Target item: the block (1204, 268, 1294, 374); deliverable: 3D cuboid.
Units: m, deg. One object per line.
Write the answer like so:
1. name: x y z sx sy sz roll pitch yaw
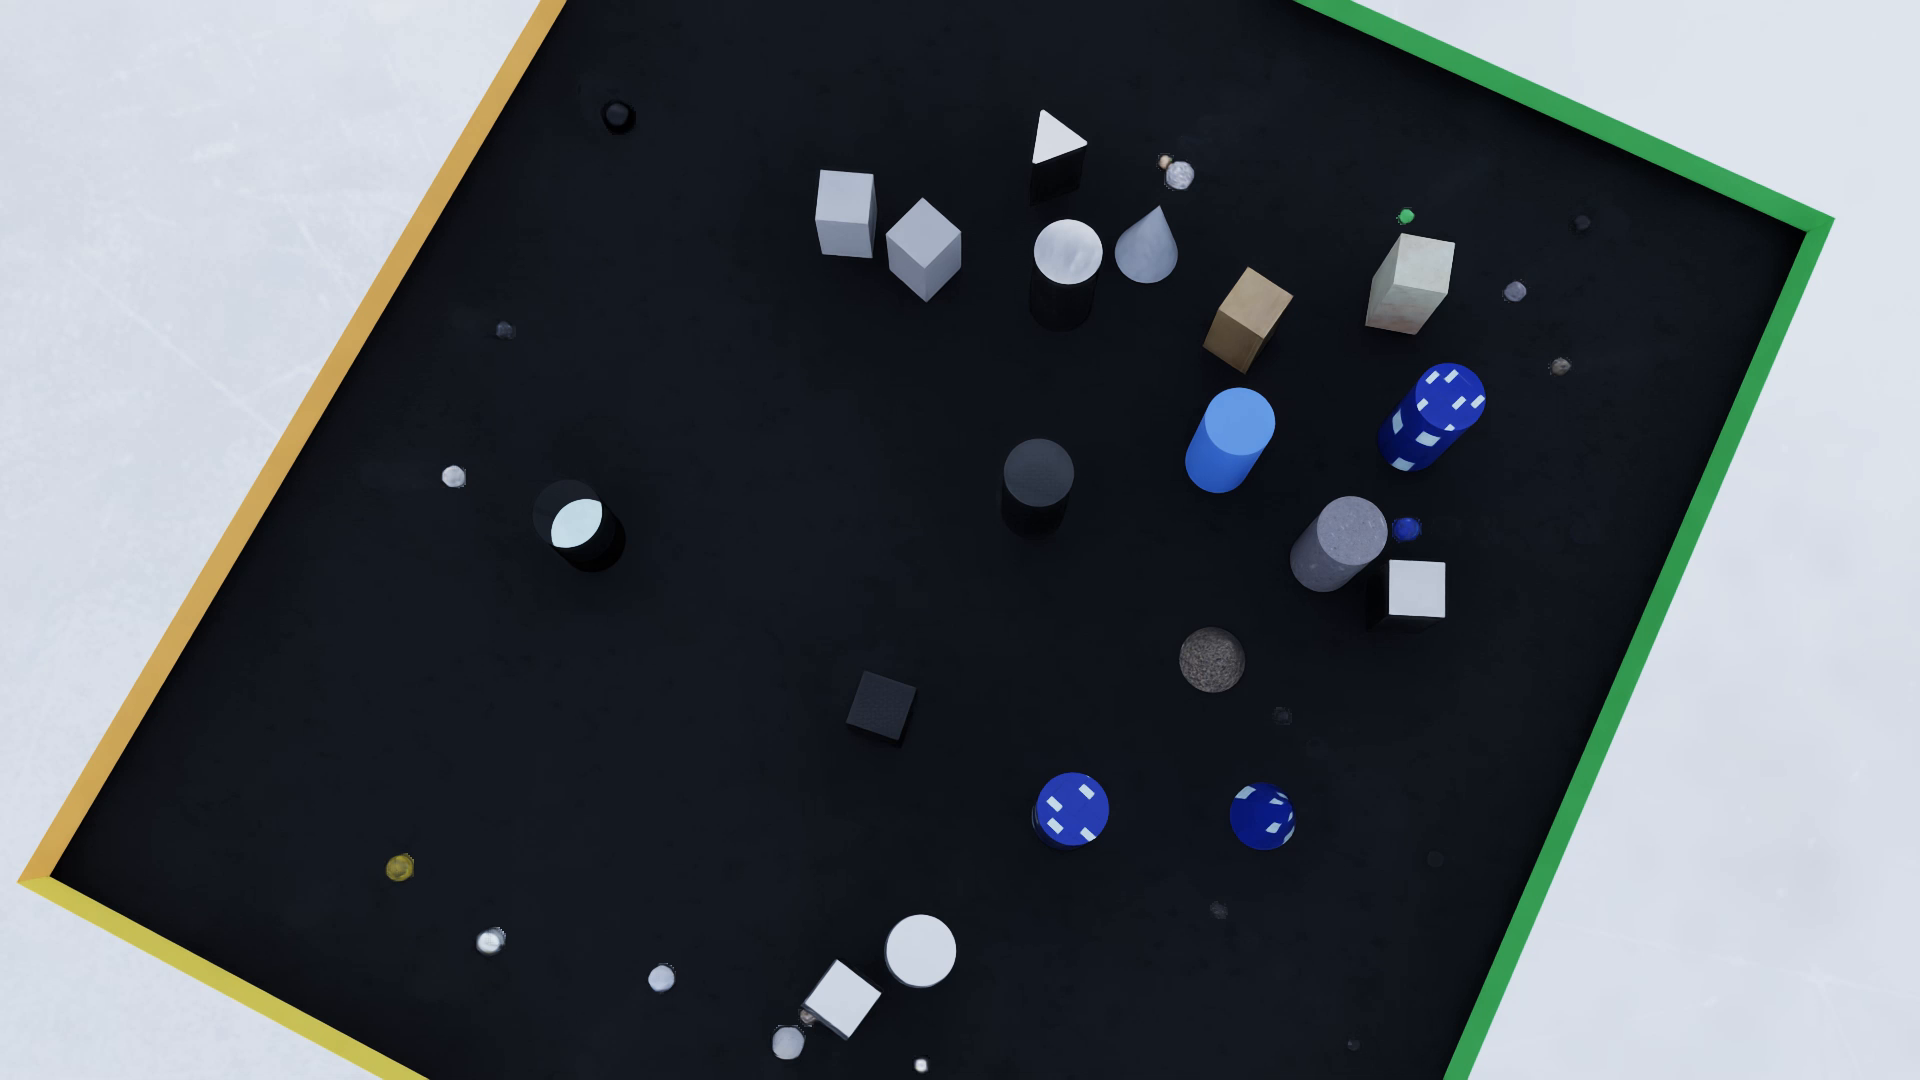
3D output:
1. block: 0.871 -0.662 5.569 0.160 0.362 0.160 35 80 7

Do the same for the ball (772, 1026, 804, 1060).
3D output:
1. ball: -0.495 1.447 5.269 0.093 0.093 0.093 0 78 0

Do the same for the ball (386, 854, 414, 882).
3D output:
1. ball: -1.645 0.963 5.378 0.077 0.077 0.077 0 78 0

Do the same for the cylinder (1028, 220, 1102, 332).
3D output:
1. cylinder: 0.316 -0.795 5.555 0.200 0.442 0.200 0 78 0

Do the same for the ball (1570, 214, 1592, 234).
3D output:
1. ball: 1.961 -0.999 5.789 0.067 0.067 0.067 0 78 0

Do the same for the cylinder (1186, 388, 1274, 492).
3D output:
1. cylinder: 0.796 -0.290 5.438 0.200 0.468 0.200 0 78 0

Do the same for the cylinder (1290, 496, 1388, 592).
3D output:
1. cylinder: 1.108 0.017 5.391 0.200 0.434 0.200 0 78 0

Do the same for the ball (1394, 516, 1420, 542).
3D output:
1. ball: 1.363 -0.032 5.584 0.077 0.077 0.077 0 78 0

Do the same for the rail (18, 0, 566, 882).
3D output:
1. rail: -1.749 -0.849 5.725 0.045 0.130 4.249 26 80 5

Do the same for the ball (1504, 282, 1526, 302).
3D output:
1. ball: 1.741 -0.779 5.745 0.064 0.064 0.064 0 78 0

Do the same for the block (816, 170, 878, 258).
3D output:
1. block: -0.350 -1.006 5.676 0.160 0.292 0.160 5 78 1

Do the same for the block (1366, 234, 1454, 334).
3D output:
1. block: 1.366 -0.775 5.579 0.160 0.387 0.160 11 79 2

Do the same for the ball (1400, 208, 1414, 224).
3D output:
1. ball: 1.415 -1.026 5.806 0.045 0.045 0.045 0 78 0

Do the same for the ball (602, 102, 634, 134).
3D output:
1. ball: -1.090 -1.348 5.845 0.099 0.099 0.099 0 78 0

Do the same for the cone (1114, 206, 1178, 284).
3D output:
1. cone: 0.590 -0.949 5.610 0.200 0.399 0.200 0 78 0

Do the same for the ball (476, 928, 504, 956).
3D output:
1. ball: -1.368 1.170 5.333 0.081 0.081 0.081 0 78 0

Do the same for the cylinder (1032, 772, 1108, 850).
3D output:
1. cylinder: 0.312 0.782 5.256 0.200 0.388 0.200 0 78 0

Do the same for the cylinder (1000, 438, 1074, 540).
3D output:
1. cylinder: 0.224 -0.145 5.416 0.200 0.452 0.200 0 78 0

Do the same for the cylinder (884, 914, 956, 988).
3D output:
1. cylinder: -0.111 1.169 5.219 0.200 0.305 0.200 0 78 0

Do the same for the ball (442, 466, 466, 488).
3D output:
1. ball: -1.553 -0.194 5.622 0.068 0.068 0.068 0 78 0

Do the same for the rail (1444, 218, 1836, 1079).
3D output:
1. rail: 1.749 0.863 5.371 0.045 0.130 4.249 26 80 5

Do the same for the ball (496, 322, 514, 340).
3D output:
1. ball: -1.420 -0.654 5.722 0.058 0.058 0.058 0 78 0

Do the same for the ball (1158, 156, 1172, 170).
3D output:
1. ball: 0.657 -1.203 5.843 0.044 0.044 0.044 0 78 0

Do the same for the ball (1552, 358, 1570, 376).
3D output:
1. ball: 1.868 -0.539 5.700 0.054 0.054 0.054 0 78 0

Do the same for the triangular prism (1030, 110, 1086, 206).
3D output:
1. triangular prism: 0.275 -1.198 5.693 0.173 0.336 0.150 -21 79 -4

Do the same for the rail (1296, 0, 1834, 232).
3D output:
1. rail: 0.939 -1.833 5.929 3.958 0.130 0.045 26 80 5

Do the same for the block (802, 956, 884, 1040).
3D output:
1. block: -0.331 1.303 5.215 0.160 0.259 0.160 36 81 7

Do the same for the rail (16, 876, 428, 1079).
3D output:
1. rail: -0.939 1.847 5.167 3.958 0.130 0.045 26 80 5

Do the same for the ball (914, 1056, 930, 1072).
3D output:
1. ball: -0.110 1.512 5.280 0.046 0.046 0.046 0 78 0

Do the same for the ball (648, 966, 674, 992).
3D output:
1. ball: -0.865 1.273 5.314 0.076 0.076 0.076 0 78 0

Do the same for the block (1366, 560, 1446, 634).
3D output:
1. block: 1.316 0.171 5.424 0.160 0.309 0.160 3 78 1

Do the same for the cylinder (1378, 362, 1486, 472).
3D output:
1. cylinder: 1.394 -0.358 5.444 0.200 0.484 0.200 0 78 0

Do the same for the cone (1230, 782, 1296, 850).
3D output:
1. cone: 0.901 0.773 5.213 0.200 0.477 0.200 0 78 0

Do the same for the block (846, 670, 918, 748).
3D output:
1. block: -0.226 0.500 5.389 0.160 0.243 0.160 18 79 4

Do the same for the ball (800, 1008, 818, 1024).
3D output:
1. ball: -0.436 1.376 5.305 0.052 0.052 0.052 0 78 0

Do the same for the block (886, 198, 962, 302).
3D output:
1. block: -0.109 -0.889 5.644 0.160 0.308 0.160 43 81 8

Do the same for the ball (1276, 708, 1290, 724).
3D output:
1. ball: 0.966 0.528 5.484 0.046 0.046 0.046 0 78 0

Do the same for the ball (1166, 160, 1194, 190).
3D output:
1. ball: 0.697 -1.156 5.810 0.090 0.090 0.090 0 78 0

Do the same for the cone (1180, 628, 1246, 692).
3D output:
1. cone: 0.763 0.323 5.356 0.200 0.380 0.200 0 78 0

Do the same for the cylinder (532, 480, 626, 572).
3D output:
1. cylinder: -1.124 -0.038 5.430 0.200 0.380 0.200 0 78 0

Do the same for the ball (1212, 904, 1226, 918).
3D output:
1. ball: 0.758 1.088 5.371 0.040 0.040 0.040 0 78 0
